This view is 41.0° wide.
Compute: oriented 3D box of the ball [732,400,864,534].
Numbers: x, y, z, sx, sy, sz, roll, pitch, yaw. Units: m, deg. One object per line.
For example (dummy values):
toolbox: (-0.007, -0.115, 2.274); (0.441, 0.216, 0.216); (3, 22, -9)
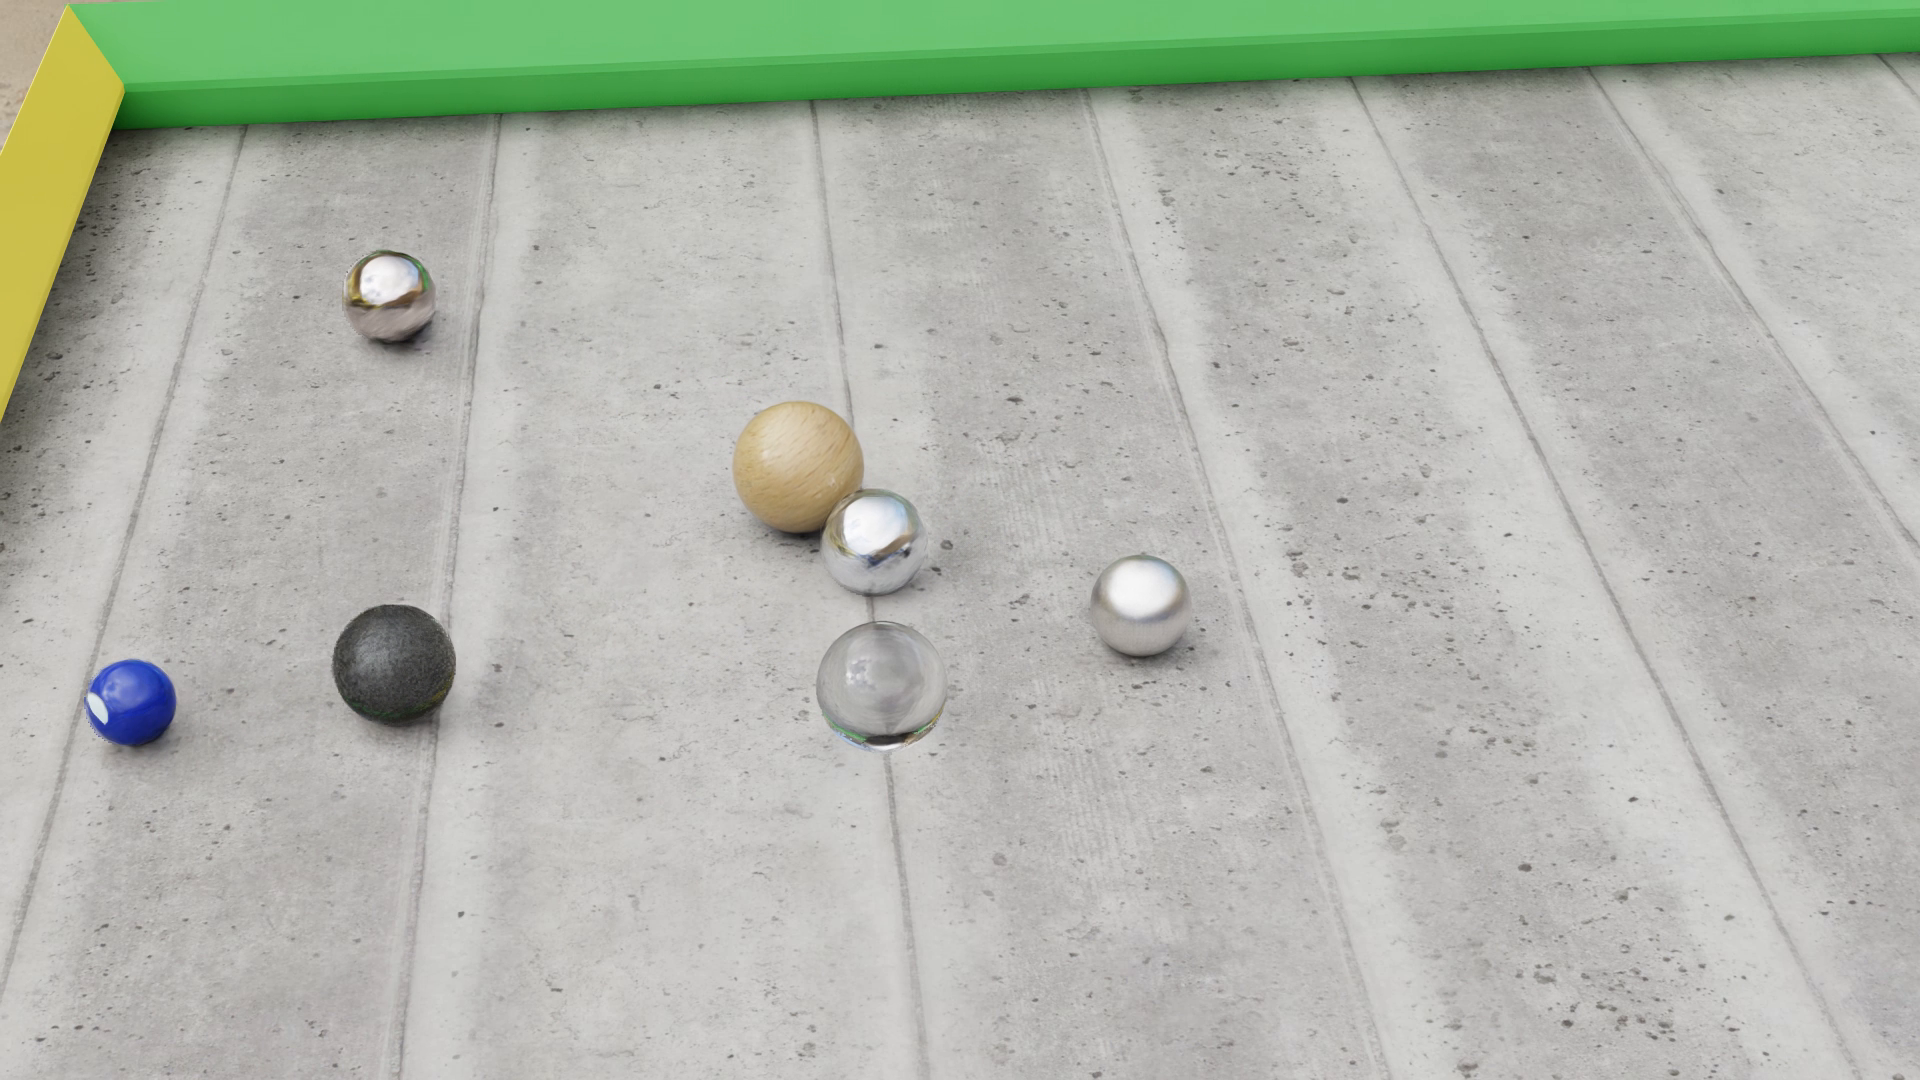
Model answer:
ball: (-0.111, -0.050, 1.762); (0.091, 0.091, 0.091); (0, 36, 0)

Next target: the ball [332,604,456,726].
ball: (-0.352, 0.077, 1.598); (0.076, 0.076, 0.076); (0, 36, 0)

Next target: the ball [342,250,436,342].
ball: (-0.438, -0.187, 1.971); (0.071, 0.071, 0.071); (0, 36, 0)

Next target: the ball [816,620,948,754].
ball: (-0.048, 0.090, 1.575); (0.081, 0.081, 0.081); (0, 36, 0)

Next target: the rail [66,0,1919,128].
rail: (0.626, -0.480, 2.337); (2.803, 0.118, 0.045); (-3, 36, -5)

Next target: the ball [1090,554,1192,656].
ball: (0.117, 0.042, 1.655); (0.066, 0.066, 0.066); (0, 36, 0)

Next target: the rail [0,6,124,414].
rail: (-0.674, 0.019, 1.640); (0.045, 0.118, 1.499); (-3, 36, -5)

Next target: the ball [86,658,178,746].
ball: (-0.512, 0.100, 1.585); (0.053, 0.053, 0.053); (0, 36, 0)

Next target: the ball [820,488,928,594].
ball: (-0.057, 0.001, 1.709); (0.071, 0.071, 0.071); (0, 36, 0)
